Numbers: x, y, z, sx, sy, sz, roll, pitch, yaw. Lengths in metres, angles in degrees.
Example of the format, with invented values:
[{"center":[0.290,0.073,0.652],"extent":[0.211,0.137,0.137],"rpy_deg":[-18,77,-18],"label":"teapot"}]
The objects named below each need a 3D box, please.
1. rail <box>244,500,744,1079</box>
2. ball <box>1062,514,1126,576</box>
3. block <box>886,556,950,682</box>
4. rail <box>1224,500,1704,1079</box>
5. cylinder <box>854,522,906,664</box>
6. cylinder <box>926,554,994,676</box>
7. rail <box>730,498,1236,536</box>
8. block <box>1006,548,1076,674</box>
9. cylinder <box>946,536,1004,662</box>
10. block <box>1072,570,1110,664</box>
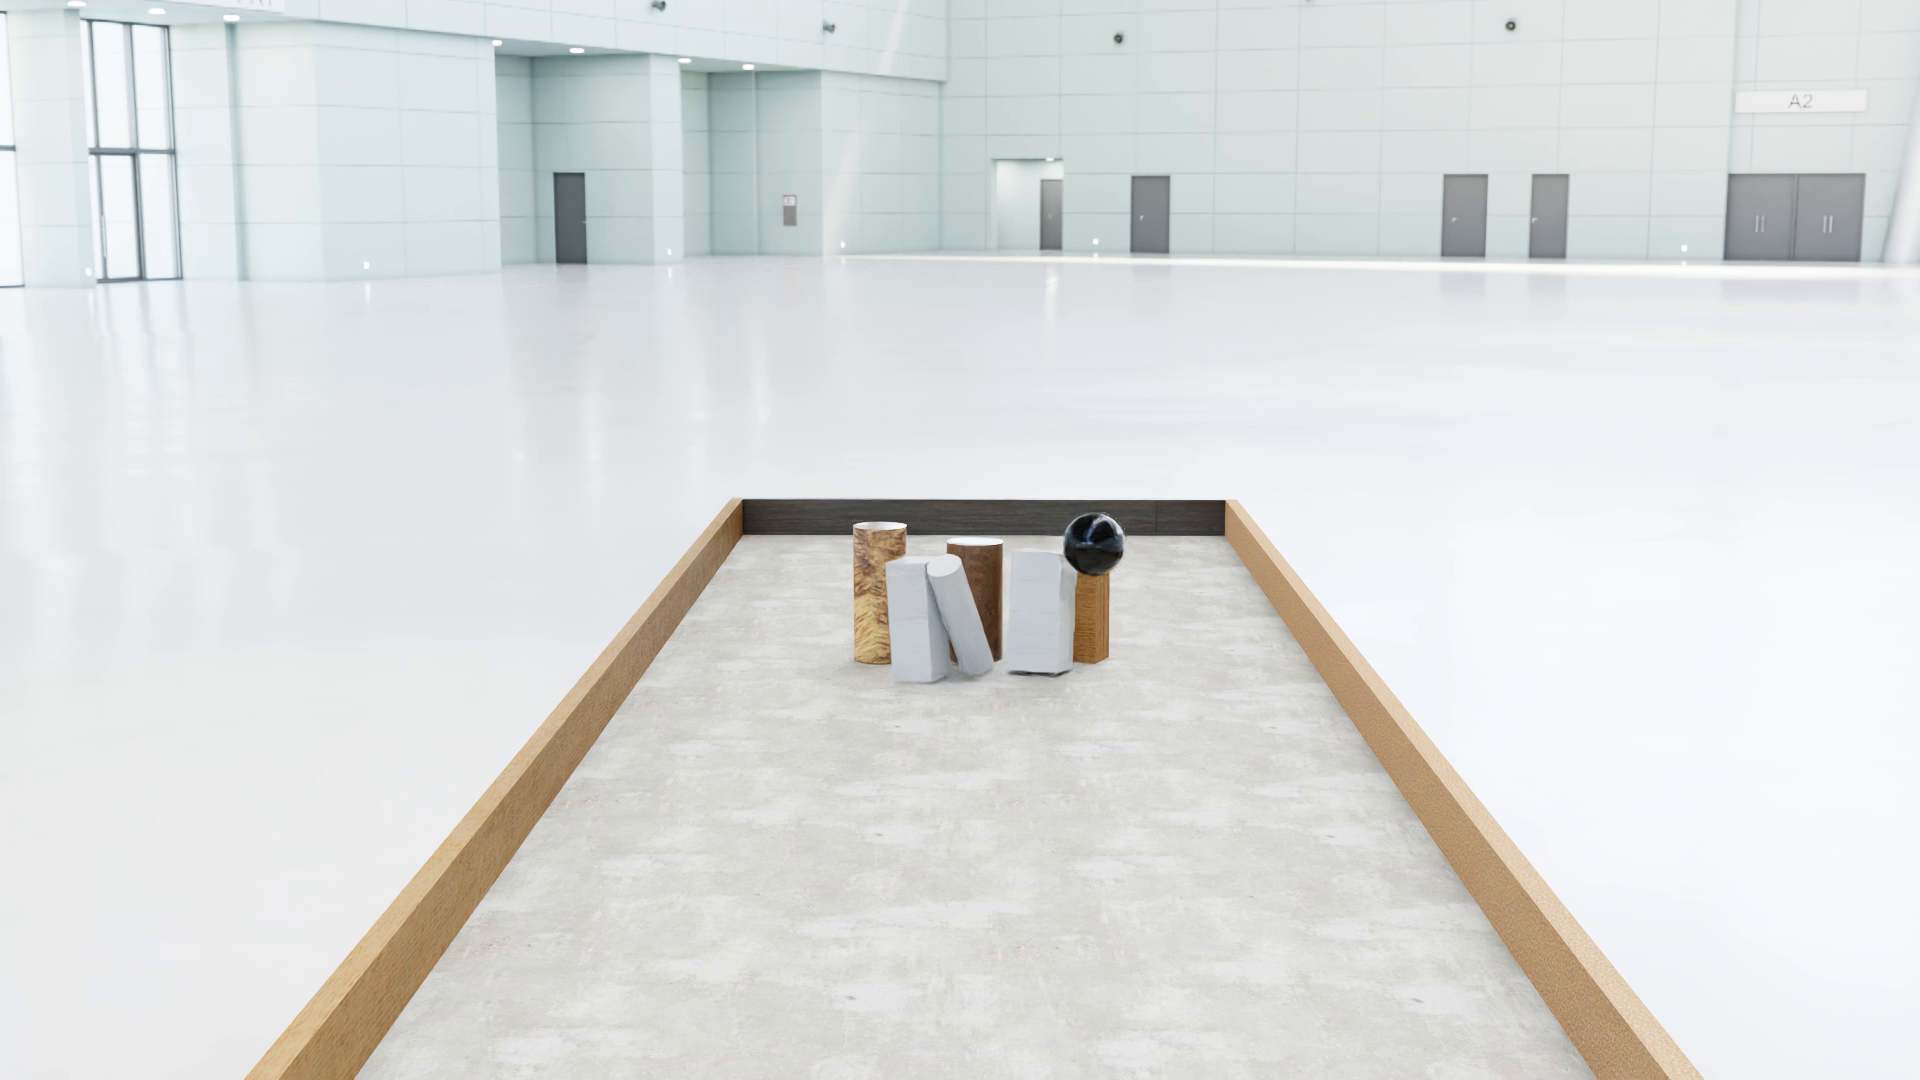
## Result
[{"center":[-1.004,0.839,3.234],"extent":[0.050,0.150,12.000],"rpy_deg":[0,9,1],"label":"rail"},{"center":[0.388,0.013,6.362],"extent":[0.181,0.181,0.181],"rpy_deg":[0,9,0],"label":"ball"},{"center":[-0.122,0.230,6.427],"extent":[0.127,0.347,0.127],"rpy_deg":[0,8,26],"label":"block"},{"center":[1.046,0.843,3.208],"extent":[0.050,0.150,12.000],"rpy_deg":[0,9,1],"label":"rail"},{"center":[-0.243,0.160,6.683],"extent":[0.162,0.412,0.162],"rpy_deg":[0,9,0],"label":"cylinder"},{"center":[0.002,0.221,6.419],"extent":[0.102,0.373,0.102],"rpy_deg":[-12,34,9],"label":"cylinder"},{"center":[0.099,-0.098,9.147],"extent":[2.100,0.150,0.050],"rpy_deg":[0,9,1],"label":"rail"},{"center":[0.244,0.208,6.525],"extent":[0.155,0.351,0.155],"rpy_deg":[3,3,21],"label":"block"},{"center":[0.045,0.182,6.708],"extent":[0.174,0.360,0.174],"rpy_deg":[0,9,0],"label":"cylinder"},{"center":[0.383,0.204,6.695],"extent":[0.111,0.321,0.111],"rpy_deg":[4,10,25],"label":"block"}]
